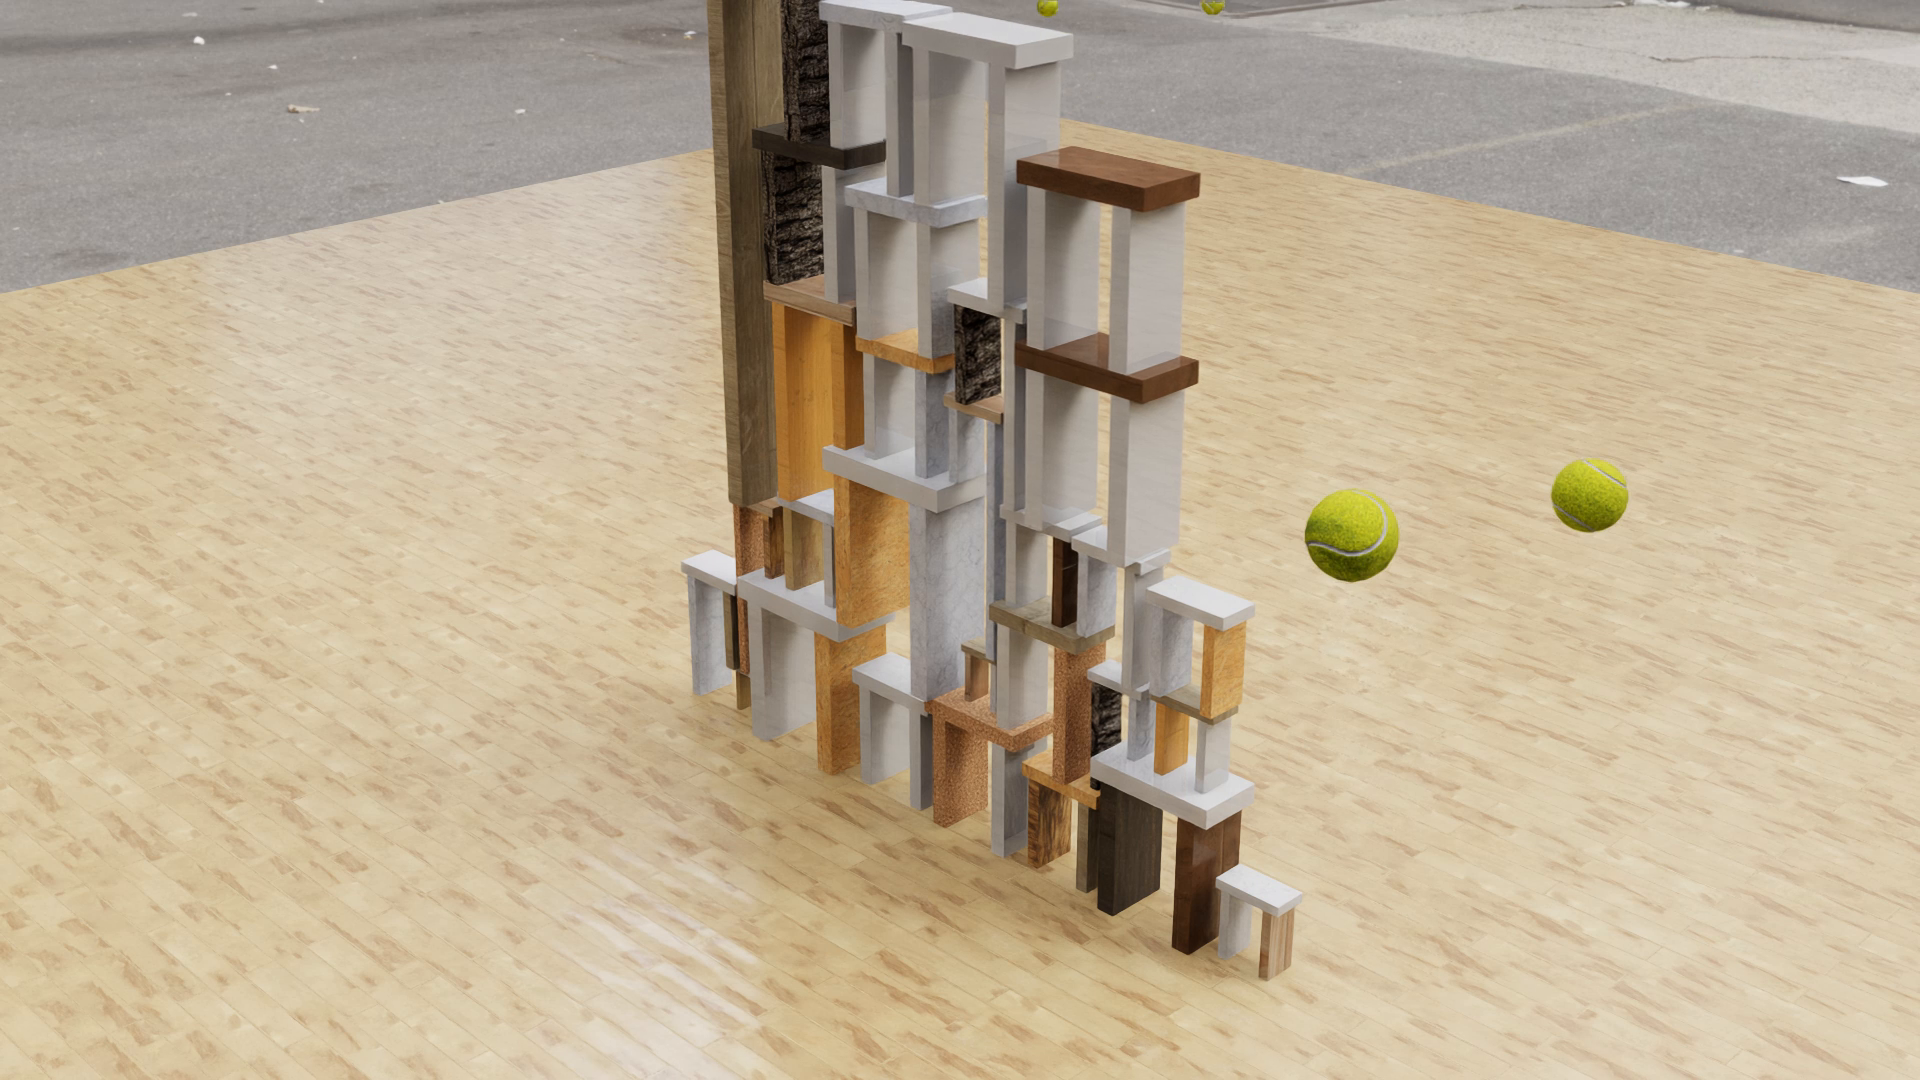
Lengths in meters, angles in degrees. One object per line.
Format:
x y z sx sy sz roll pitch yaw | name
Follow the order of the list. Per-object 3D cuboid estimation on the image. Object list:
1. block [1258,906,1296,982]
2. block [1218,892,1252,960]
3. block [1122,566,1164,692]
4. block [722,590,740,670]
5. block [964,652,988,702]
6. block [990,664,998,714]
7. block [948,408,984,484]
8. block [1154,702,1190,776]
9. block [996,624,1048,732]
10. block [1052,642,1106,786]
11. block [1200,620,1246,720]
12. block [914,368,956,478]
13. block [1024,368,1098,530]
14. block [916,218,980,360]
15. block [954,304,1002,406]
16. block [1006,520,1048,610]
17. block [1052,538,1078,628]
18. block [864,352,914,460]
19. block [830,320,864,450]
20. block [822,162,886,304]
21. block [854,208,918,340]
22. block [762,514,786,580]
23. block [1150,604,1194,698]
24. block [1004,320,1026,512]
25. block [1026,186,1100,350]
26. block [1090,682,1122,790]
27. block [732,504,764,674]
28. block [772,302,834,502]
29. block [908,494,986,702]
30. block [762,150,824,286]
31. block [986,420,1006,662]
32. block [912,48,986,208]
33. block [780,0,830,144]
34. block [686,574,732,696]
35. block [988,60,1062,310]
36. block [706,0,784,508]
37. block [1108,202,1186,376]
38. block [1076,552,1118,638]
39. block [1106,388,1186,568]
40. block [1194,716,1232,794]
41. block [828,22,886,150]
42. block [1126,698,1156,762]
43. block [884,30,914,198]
0.564 0.709 3.912 0.020 0.139 0.070 21 31 41 | block
0.498 0.683 3.972 0.020 0.139 0.070 21 31 41 | block
0.326 0.150 3.935 0.023 0.233 0.082 20 31 39 | block
-0.472 0.185 4.816 0.092 0.184 0.026 -21 31 -40 | block
0.033 0.261 4.303 0.015 0.104 0.052 21 31 41 | block
0.082 0.280 4.258 0.015 0.103 0.052 21 31 40 | block
0.013 -0.187 4.135 0.074 0.149 0.021 -21 31 -41 | block
0.382 0.347 3.964 0.020 0.142 0.071 21 31 41 | block
0.120 0.244 4.194 0.031 0.219 0.109 21 31 40 | block
0.223 0.313 4.111 0.031 0.279 0.109 21 31 41 | block
0.457 0.216 3.817 0.087 0.174 0.025 -21 31 -40 | block
-0.037 -0.232 4.160 0.106 0.212 0.030 -21 32 -40 | block
0.183 -0.180 3.947 0.042 0.295 0.148 21 31 40 | block
-0.021 -0.469 4.044 0.126 0.251 0.036 -22 31 -40 | block
0.033 -0.350 4.037 0.094 0.188 0.027 -22 31 -40 | block
0.125 0.034 4.108 0.025 0.175 0.087 21 31 40 | block
0.208 0.066 4.033 0.025 0.175 0.087 21 31 40 | block
-0.137 -0.271 4.253 0.106 0.212 0.030 -21 31 -41 | block
-0.191 -0.317 4.304 0.129 0.258 0.037 -21 31 -40 | block
-0.199 -0.594 4.196 0.131 0.263 0.037 -21 31 -41 | block
-0.139 -0.514 4.154 0.126 0.251 0.036 -22 31 -40 | block
-0.380 0.004 4.634 0.072 0.145 0.021 -21 31 -40 | block
0.375 0.184 3.893 0.025 0.174 0.087 21 31 41 | block
0.122 -0.234 3.989 0.027 0.363 0.094 21 31 41 | block
0.180 -0.484 3.815 0.040 0.284 0.142 21 31 40 | block
0.272 0.354 4.086 0.064 0.223 0.018 -21 30 -40 | block
-0.448 0.096 4.747 0.072 0.402 0.021 -21 31 -40 | block
-0.312 -0.291 4.447 0.129 0.417 0.037 -21 31 -41 | block
-0.024 0.101 4.289 0.046 0.409 0.161 21 31 41 | block
-0.323 -0.642 4.310 0.037 0.263 0.131 21 31 41 | block
0.083 -0.004 4.137 0.074 0.484 0.021 -21 31 -40 | block
-0.019 -0.746 3.923 0.140 0.279 0.040 -21 31 -40 | block
-0.257 -0.918 4.115 0.046 0.322 0.161 21 31 41 | block
-0.559 0.200 4.917 0.092 0.290 0.026 -21 31 -41 | block
0.111 -0.624 3.831 0.040 0.424 0.140 22 31 40 | block
-0.409 -0.610 4.411 0.161 1.120 0.046 -21 31 -40 | block
0.314 -0.432 3.692 0.040 0.284 0.142 21 31 40 | block
0.249 0.088 3.994 0.023 0.164 0.082 22 31 40 | block
0.323 -0.120 3.822 0.042 0.308 0.148 21 31 40 | block
0.450 0.373 3.902 0.020 0.142 0.071 21 31 41 | block
-0.188 -0.849 4.071 0.115 0.230 0.033 -21 31 -41 | block
0.334 0.334 4.011 0.018 0.129 0.064 21 31 40 | block
-0.082 -0.777 3.980 0.115 0.296 0.033 -22 31 -40 | block
